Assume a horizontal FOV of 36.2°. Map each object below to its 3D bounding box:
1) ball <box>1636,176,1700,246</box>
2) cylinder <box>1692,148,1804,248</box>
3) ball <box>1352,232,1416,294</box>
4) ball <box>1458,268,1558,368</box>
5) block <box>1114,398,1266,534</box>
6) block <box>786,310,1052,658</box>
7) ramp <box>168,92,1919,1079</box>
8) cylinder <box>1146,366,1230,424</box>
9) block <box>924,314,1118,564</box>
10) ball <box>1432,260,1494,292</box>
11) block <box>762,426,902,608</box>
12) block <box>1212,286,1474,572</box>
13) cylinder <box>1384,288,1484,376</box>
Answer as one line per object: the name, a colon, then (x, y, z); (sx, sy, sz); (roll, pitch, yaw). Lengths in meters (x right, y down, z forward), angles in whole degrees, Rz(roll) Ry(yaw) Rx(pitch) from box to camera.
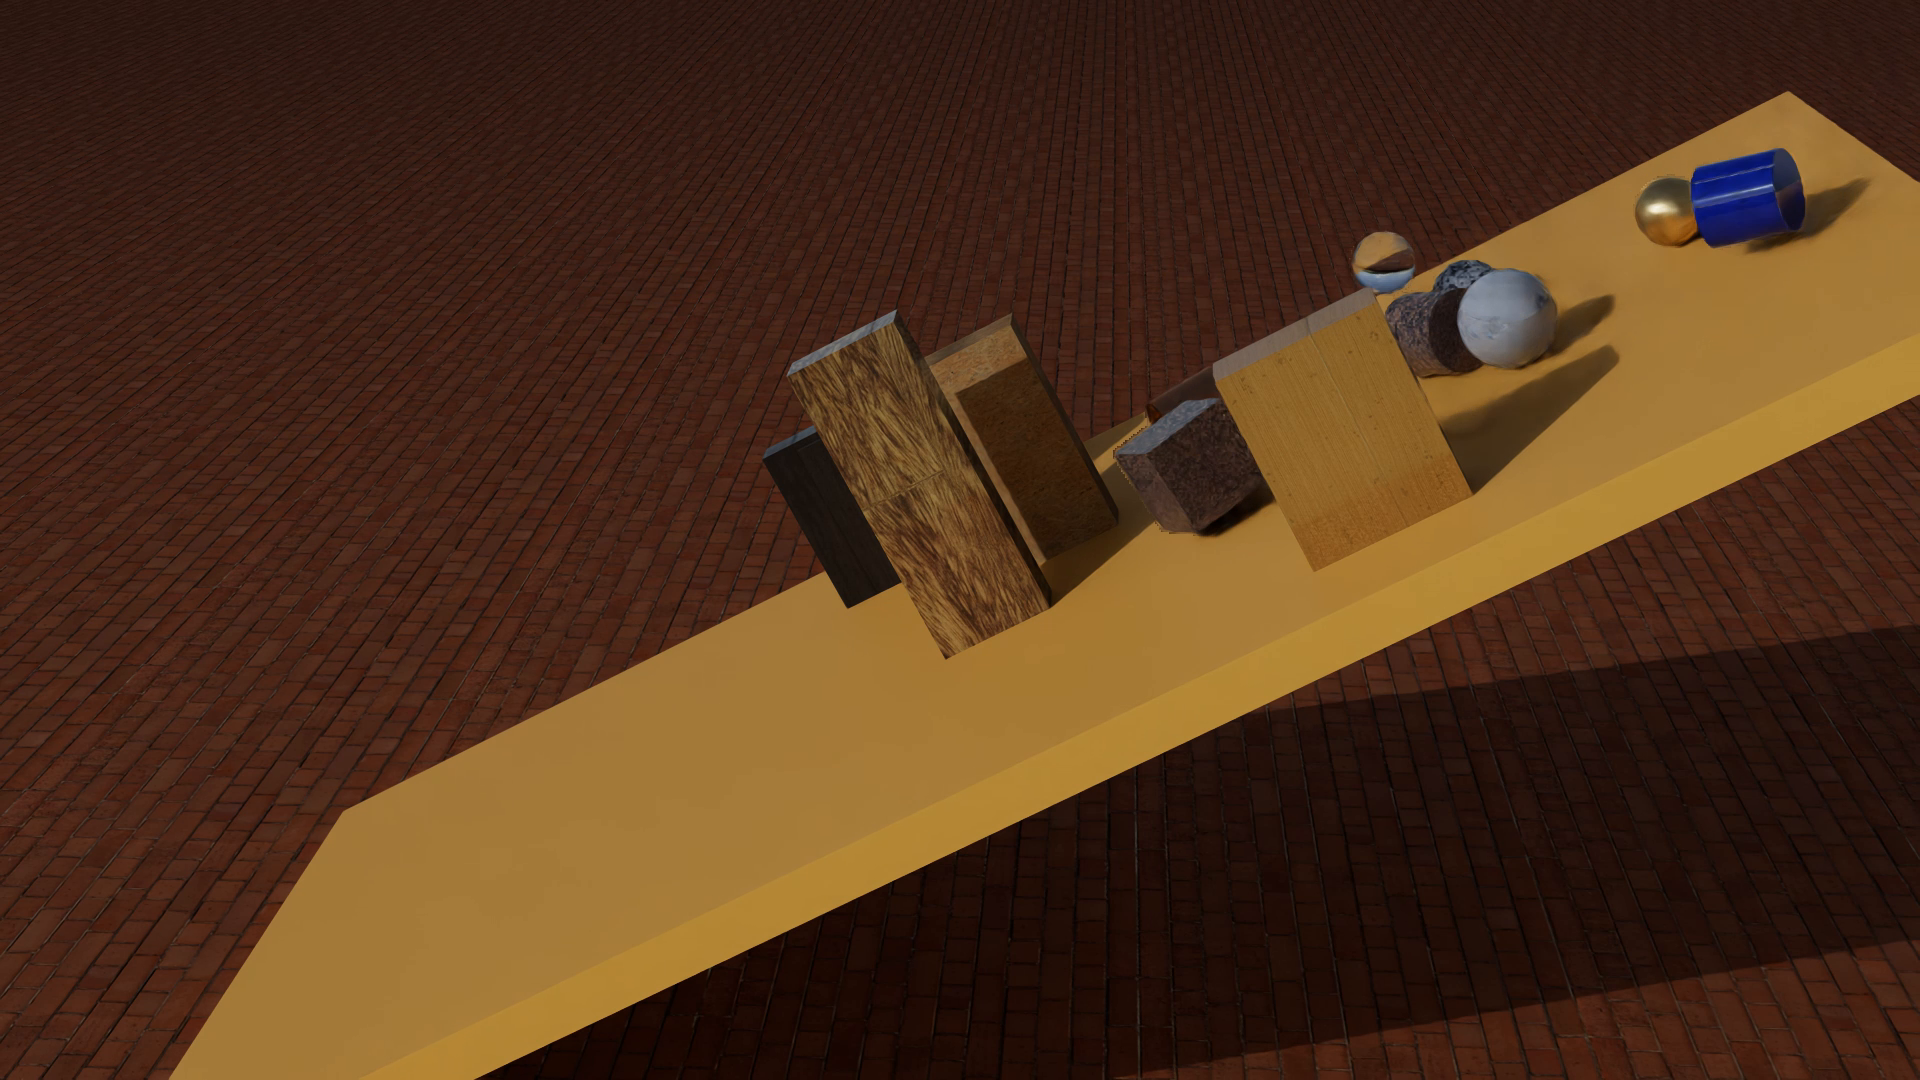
ball: (1.486, -0.686, 6.150); (0.144, 0.144, 0.144); (0, 17, 0)
cylinder: (1.552, -0.673, 5.789); (0.166, 0.166, 0.166); (-10, 9, 35)
ball: (0.895, -0.585, 6.211); (0.134, 0.134, 0.134); (0, 17, 0)
ball: (1.105, -0.447, 5.933); (0.201, 0.201, 0.201); (0, 17, 0)
block: (0.473, -0.152, 5.993); (0.194, 0.194, 0.194); (-37, 11, -12)
block: (-0.079, -0.112, 6.072); (0.247, 0.682, 0.117); (-26, 14, 11)
ramp: (0.141, 0.167, 6.281); (4.000, 0.100, 2.000); (-26, 14, 11)
cylinder: (0.528, -0.275, 6.536); (0.165, 0.165, 0.165); (-31, 24, -9)
block: (0.052, -0.175, 6.413); (0.401, 0.501, 0.119); (-26, 14, 11)
ball: (1.091, -0.521, 6.307); (0.160, 0.160, 0.160); (0, 17, 0)
block: (-0.170, -0.119, 6.841); (0.427, 0.410, 0.091); (-26, 14, 11)
block: (0.705, -0.205, 5.432); (0.324, 0.408, 0.143); (-26, 14, 11)
cylinder: (0.999, -0.433, 6.143); (0.176, 0.176, 0.176); (-9, 4, -26)
